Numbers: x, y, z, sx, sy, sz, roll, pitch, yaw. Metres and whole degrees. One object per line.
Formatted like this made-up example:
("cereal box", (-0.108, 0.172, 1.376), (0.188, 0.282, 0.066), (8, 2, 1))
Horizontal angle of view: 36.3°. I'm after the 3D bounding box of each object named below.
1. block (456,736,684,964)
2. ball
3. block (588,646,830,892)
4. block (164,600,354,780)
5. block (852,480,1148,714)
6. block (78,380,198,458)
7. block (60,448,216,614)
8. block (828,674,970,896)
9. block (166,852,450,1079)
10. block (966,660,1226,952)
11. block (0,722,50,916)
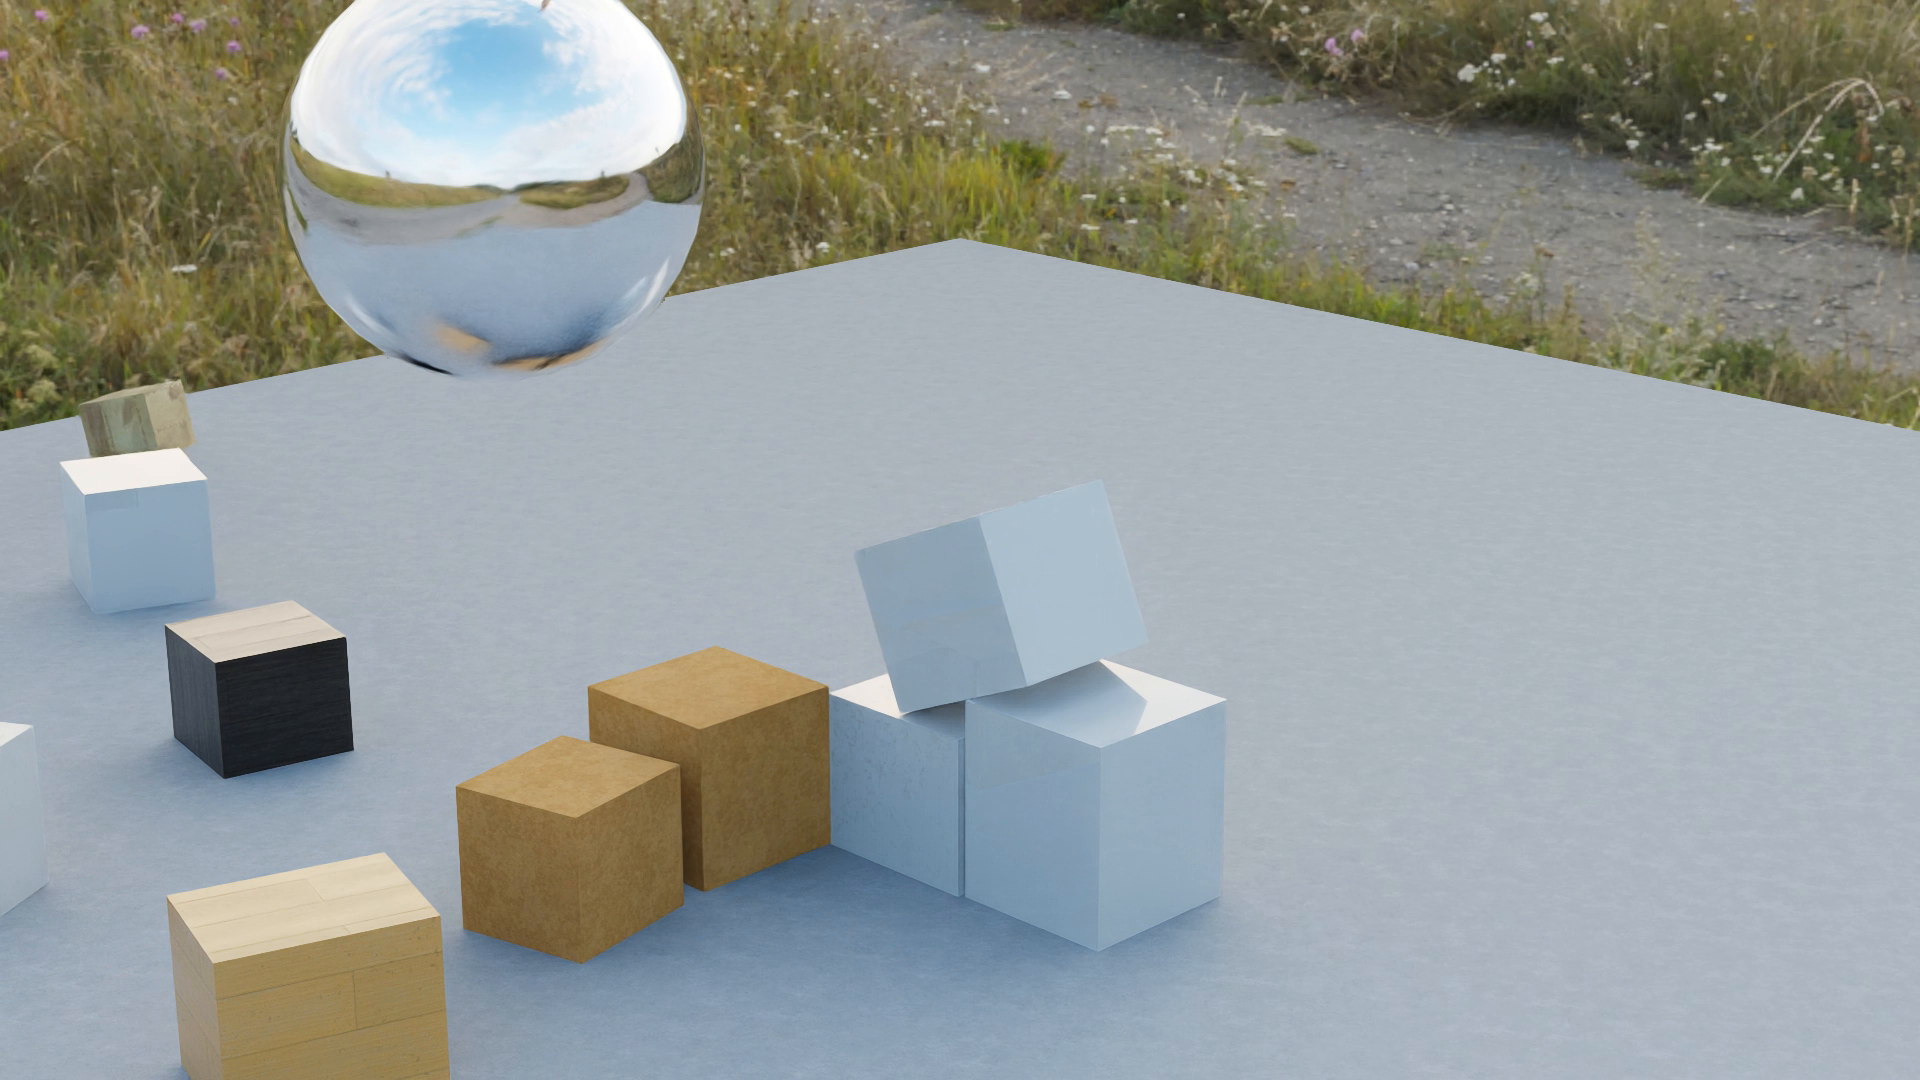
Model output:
("block", (-1.711, 1.350, 12.921), (0.669, 0.676, 0.718), (11, 20, 31))
("ball", (-1.761, -1.393, 11.058), (1.600, 1.600, 1.600), (0, 17, 0))
("block", (-1.165, 1.051, 13.684), (0.793, 0.789, 0.785), (16, 24, 42))
("block", (-3.569, 0.751, 14.932), (0.689, 0.614, 0.697), (-12, 21, -33))
("block", (0.184, 0.256, 13.269), (0.814, 0.768, 0.847), (-17, 1, -44))
("block", (-5.572, -0.784, 19.870), (0.509, 0.448, 0.505), (-9, 11, 16))
("block", (-4.858, -0.061, 17.328), (0.701, 0.726, 0.750), (-8, 19, -25))
("block", (0.002, 1.066, 13.690), (0.877, 0.756, 0.846), (-17, 24, -42))
("block", (-2.554, 1.768, 11.499), (0.882, 0.731, 0.691), (-9, 20, -27))
("block", (0.601, 1.157, 13.089), (0.808, 0.944, 0.827), (17, 24, 42))
("block", (-4.689, 1.283, 12.991), (0.873, 0.763, 0.841), (5, 18, 15))
